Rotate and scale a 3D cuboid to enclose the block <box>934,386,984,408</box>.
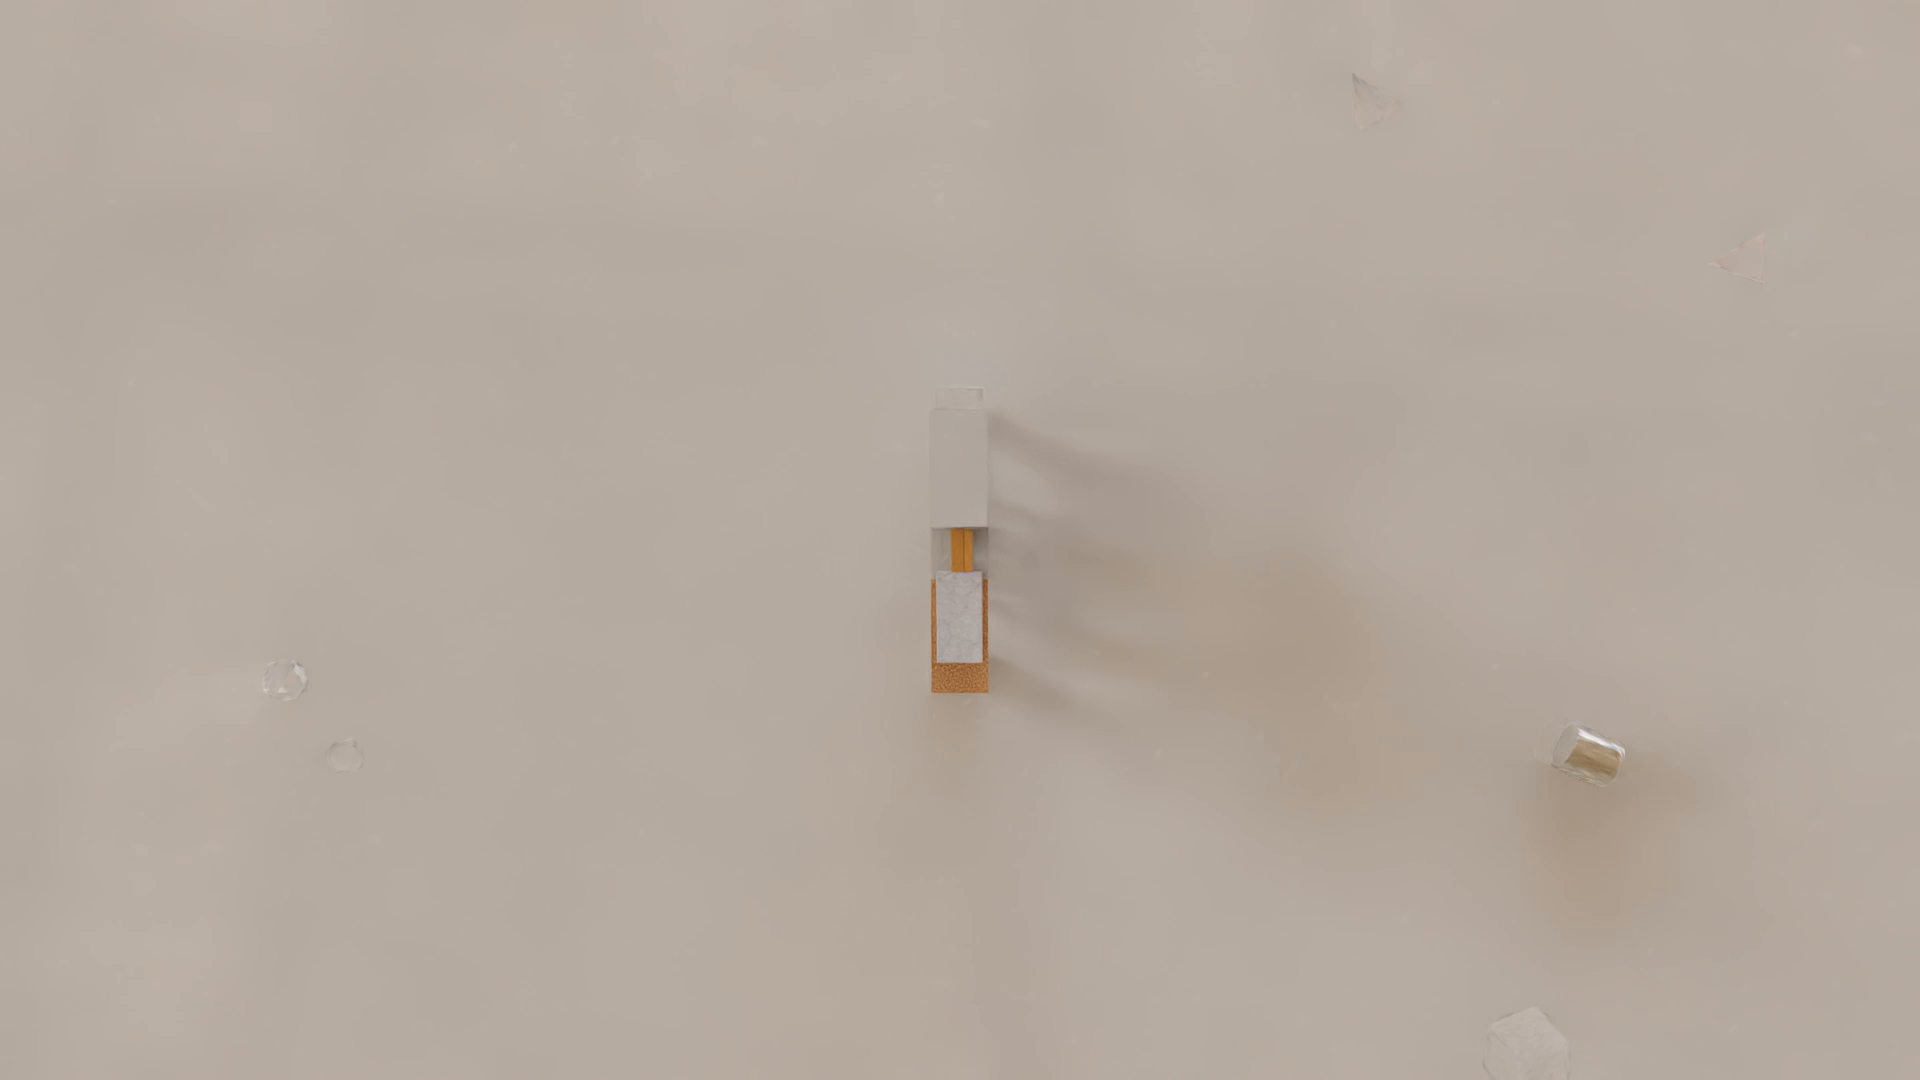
[{"bbox_3d":[-0.003,-0.311,5.009,0.152,0.043,0.304,0,90,0],"label":"block"}]

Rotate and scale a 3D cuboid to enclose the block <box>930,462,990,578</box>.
[{"bbox_3d":[0.000,-0.057,4.637,0.163,0.046,0.327,0,90,0],"label":"block"}]

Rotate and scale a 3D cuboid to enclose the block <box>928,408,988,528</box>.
[{"bbox_3d":[-0.006,-0.187,4.285,0.153,0.043,0.307,0,90,0],"label":"block"}]

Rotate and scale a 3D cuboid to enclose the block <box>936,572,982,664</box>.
[{"bbox_3d":[-0.001,0.213,4.560,0.126,0.036,0.252,0,90,0],"label":"block"}]

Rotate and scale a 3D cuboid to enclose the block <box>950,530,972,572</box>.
[{"bbox_3d":[0.005,0.029,4.490,0.058,0.016,0.115,0,90,0],"label":"block"}]

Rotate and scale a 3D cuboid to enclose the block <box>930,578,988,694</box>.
[{"bbox_3d":[-0.001,0.289,4.982,0.171,0.048,0.342,0,90,0],"label":"block"}]

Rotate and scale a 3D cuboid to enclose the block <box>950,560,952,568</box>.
[{"bbox_3d":[0.003,0.067,4.556,0.058,0.115,0.016,1,90,0],"label":"block"}]

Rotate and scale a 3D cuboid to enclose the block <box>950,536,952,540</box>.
[{"bbox_3d":[0.004,-0.009,4.556,0.058,0.115,0.016,0,90,0],"label":"block"}]

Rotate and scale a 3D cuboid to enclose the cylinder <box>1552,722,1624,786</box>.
[{"bbox_3d":[2.063,0.704,5.420,0.160,0.160,0.160,24,90,0],"label":"cylinder"}]
